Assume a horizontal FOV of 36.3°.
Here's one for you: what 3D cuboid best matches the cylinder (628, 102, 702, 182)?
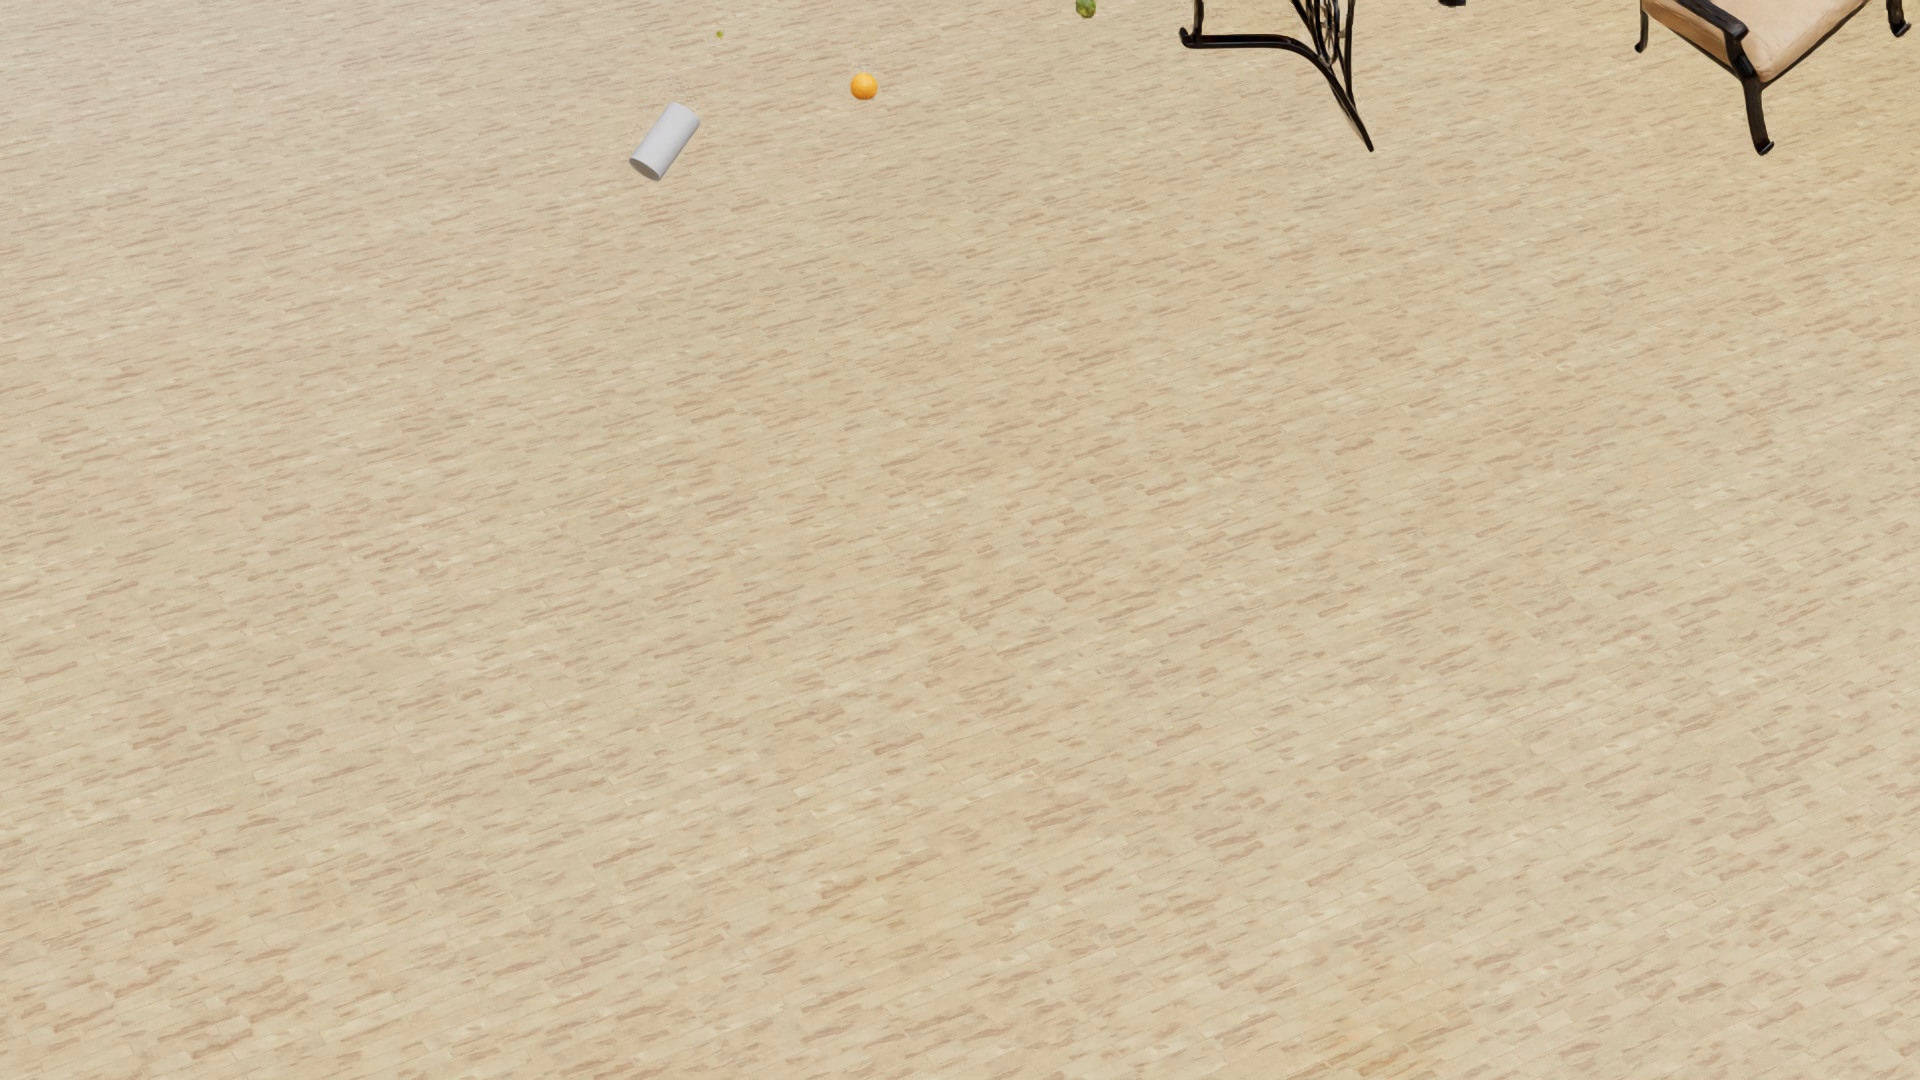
[{"bbox_3d":[-0.859,-1.160,8.534,0.109,0.085,0.219,31,70,4],"label":"cylinder"}]
